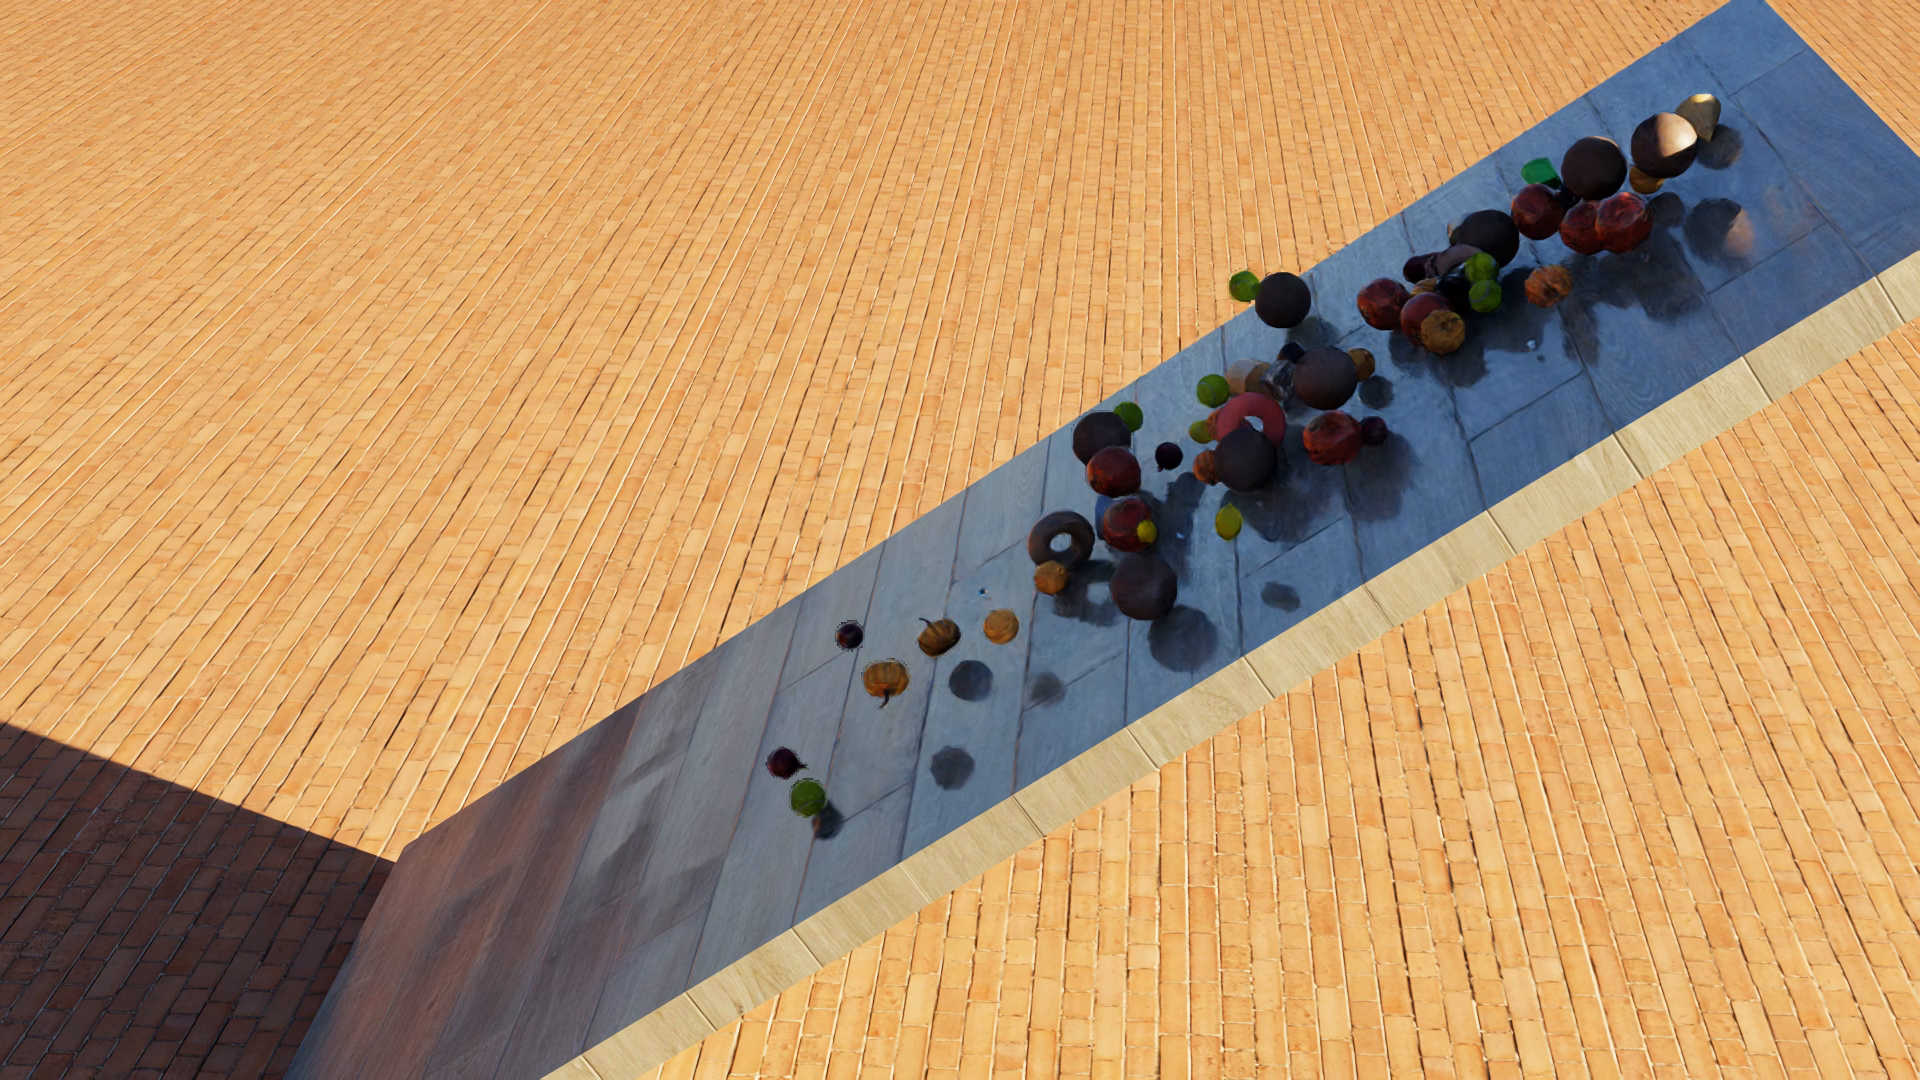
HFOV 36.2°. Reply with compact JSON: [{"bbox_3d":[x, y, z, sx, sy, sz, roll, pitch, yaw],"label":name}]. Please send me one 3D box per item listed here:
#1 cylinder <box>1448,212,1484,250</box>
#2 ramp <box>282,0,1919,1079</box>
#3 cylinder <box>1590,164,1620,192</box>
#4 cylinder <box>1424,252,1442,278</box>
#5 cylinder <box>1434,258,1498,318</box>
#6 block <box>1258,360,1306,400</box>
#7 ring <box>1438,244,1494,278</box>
[{"bbox_3d":[1.090,-0.659,6.339,0.074,0.074,0.074,2,26,5],"label":"cylinder"},{"bbox_3d":[0.136,0.174,6.306,4.000,0.100,2.000,-32,16,15],"label":"ramp"},{"bbox_3d":[1.330,-0.746,6.060,0.054,0.054,0.054,5,22,15],"label":"cylinder"},{"bbox_3d":[1.019,-0.589,6.293,0.052,0.052,0.052,-4,21,9],"label":"cylinder"},{"bbox_3d":[1.031,-0.515,5.991,0.091,0.091,0.091,-18,-11,-39],"label":"cylinder"},{"bbox_3d":[0.654,-0.324,5.959,0.058,0.058,0.058,-49,18,-14],"label":"block"},{"bbox_3d":[1.041,-0.556,6.050,0.122,0.122,0.041,9,48,21],"label":"ring"}]
